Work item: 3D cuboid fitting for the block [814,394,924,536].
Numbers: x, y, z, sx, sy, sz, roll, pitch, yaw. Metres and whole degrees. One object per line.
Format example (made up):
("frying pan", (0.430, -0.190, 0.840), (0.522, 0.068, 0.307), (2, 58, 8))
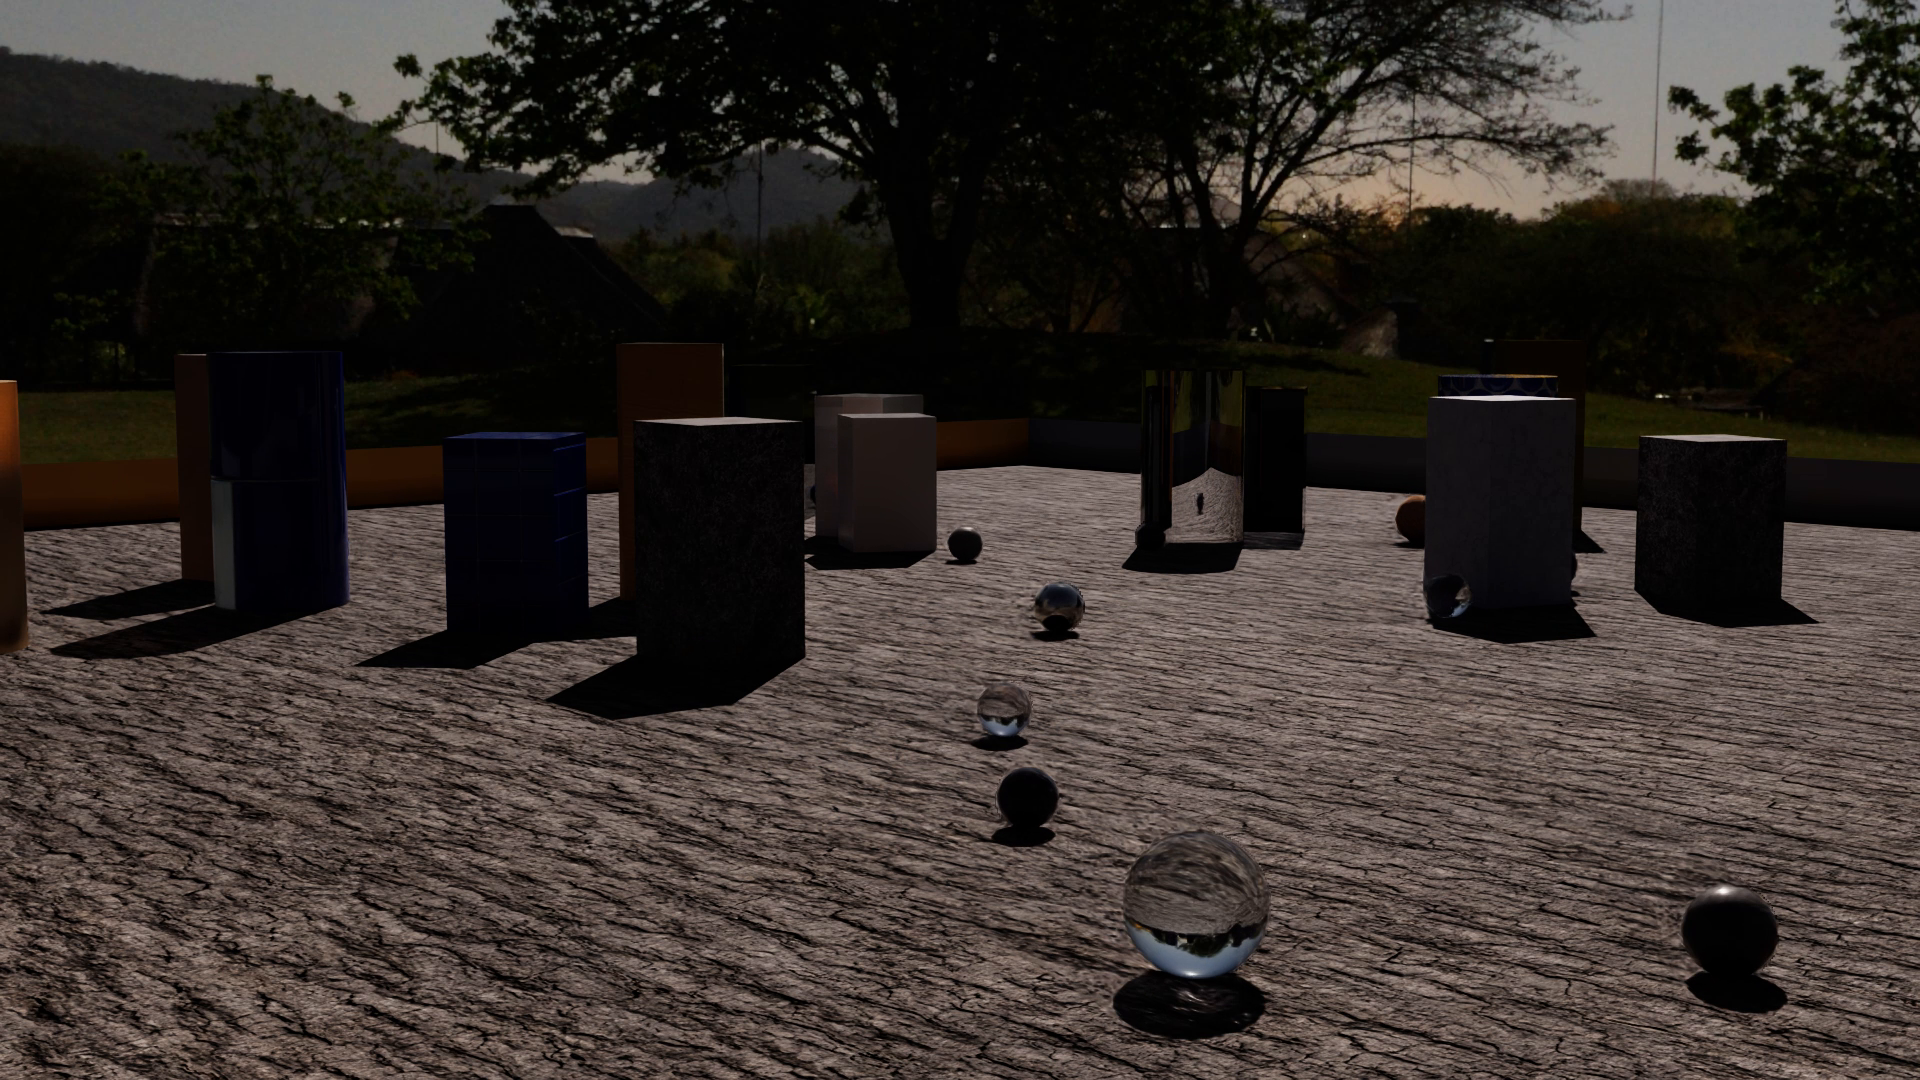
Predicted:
("block", (-0.180, -0.150, 4.376), (0.157, 0.276, 0.157), (3, 7, 29))

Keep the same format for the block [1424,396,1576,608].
("block", (0.826, -0.062, 3.373), (0.157, 0.311, 0.157), (-3, 7, -24))

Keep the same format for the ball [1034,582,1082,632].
("ball", (0.137, 0.093, 3.052), (0.068, 0.068, 0.068), (0, 6, 0))

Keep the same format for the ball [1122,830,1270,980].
("ball", (0.157, 0.244, 1.469), (0.098, 0.098, 0.098), (0, 6, 0))

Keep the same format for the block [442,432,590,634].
("block", (-0.626, -0.014, 3.110), (0.157, 0.269, 0.157), (1, 6, 7))

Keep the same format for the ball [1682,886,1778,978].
("ball", (0.515, 0.262, 1.472), (0.061, 0.061, 0.061), (0, 6, 0))

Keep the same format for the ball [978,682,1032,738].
("ball", (0.046, 0.178, 2.297), (0.057, 0.057, 0.057), (0, 6, 0))

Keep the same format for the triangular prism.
("triangular prism", (-0.476, -0.113, 3.464), (0.170, 0.393, 0.147), (-3, 7, -26))

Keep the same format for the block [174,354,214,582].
("block", (-1.186, -0.123, 3.664), (0.157, 0.371, 0.157), (4, 7, 32))

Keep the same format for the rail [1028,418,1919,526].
("rail", (1.658, -0.126, 4.853), (0.045, 0.127, 4.344), (-5, 8, -42))

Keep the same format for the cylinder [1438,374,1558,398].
("cylinder", (0.903, -0.109, 3.708), (0.196, 0.334, 0.196), (0, 6, 0))

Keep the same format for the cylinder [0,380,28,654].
("cylinder", (-1.333, -0.031, 2.878), (0.196, 0.351, 0.196), (0, 6, 0))

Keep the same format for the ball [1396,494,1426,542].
("ball", (0.884, -0.041, 4.221), (0.092, 0.092, 0.092), (0, 6, 0))

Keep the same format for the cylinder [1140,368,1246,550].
("cylinder", (0.441, -0.156, 4.171), (0.196, 0.332, 0.196), (0, 6, 0))

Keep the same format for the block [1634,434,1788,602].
("block", (1.175, -0.037, 3.448), (0.157, 0.245, 0.157), (-2, 6, -17))

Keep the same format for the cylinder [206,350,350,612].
("cylinder", (-1.028, -0.093, 3.321), (0.196, 0.382, 0.196), (0, 6, 0))

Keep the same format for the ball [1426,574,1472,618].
("ball", (0.706, 0.081, 3.182), (0.065, 0.065, 0.065), (0, 6, 0))

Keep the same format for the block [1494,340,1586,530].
("block", (1.191, -0.220, 4.532), (0.157, 0.383, 0.157), (1, 6, 5))

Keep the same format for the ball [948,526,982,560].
("ball", (0.010, 0.006, 3.919), (0.061, 0.061, 0.061), (0, 6, 0))

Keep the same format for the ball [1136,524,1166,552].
("ball", (0.353, -0.005, 4.067), (0.052, 0.052, 0.052), (0, 6, 0))

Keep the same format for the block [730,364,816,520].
("block", (-0.399, -0.212, 4.720), (0.157, 0.327, 0.157), (1, 6, 7))

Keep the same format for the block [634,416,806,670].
("block", (-0.309, -0.001, 2.827), (0.157, 0.303, 0.157), (-5, 8, -39))

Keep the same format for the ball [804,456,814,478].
("ball", (-0.419, -0.192, 5.803), (0.063, 0.063, 0.063), (0, 6, 0))

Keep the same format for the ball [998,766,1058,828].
("ball", (0.059, 0.222, 1.894), (0.053, 0.053, 0.053), (0, 6, 0))

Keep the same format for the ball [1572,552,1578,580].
("ball", (0.945, 0.040, 3.510), (0.078, 0.078, 0.078), (0, 6, 0))

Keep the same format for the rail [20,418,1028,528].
("rail", (-1.457, -0.131, 4.902), (4.558, 0.127, 0.045), (-5, 8, -42))

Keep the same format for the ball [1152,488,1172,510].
("ball", (0.453, -0.093, 4.934), (0.047, 0.047, 0.047), (0, 6, 0))

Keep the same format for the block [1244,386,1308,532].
("block", (0.624, -0.167, 4.487), (0.157, 0.287, 0.157), (1, 6, 11))

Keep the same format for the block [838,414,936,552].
("block", (-0.138, -0.110, 4.130), (0.157, 0.248, 0.157), (-1, 6, -14))
